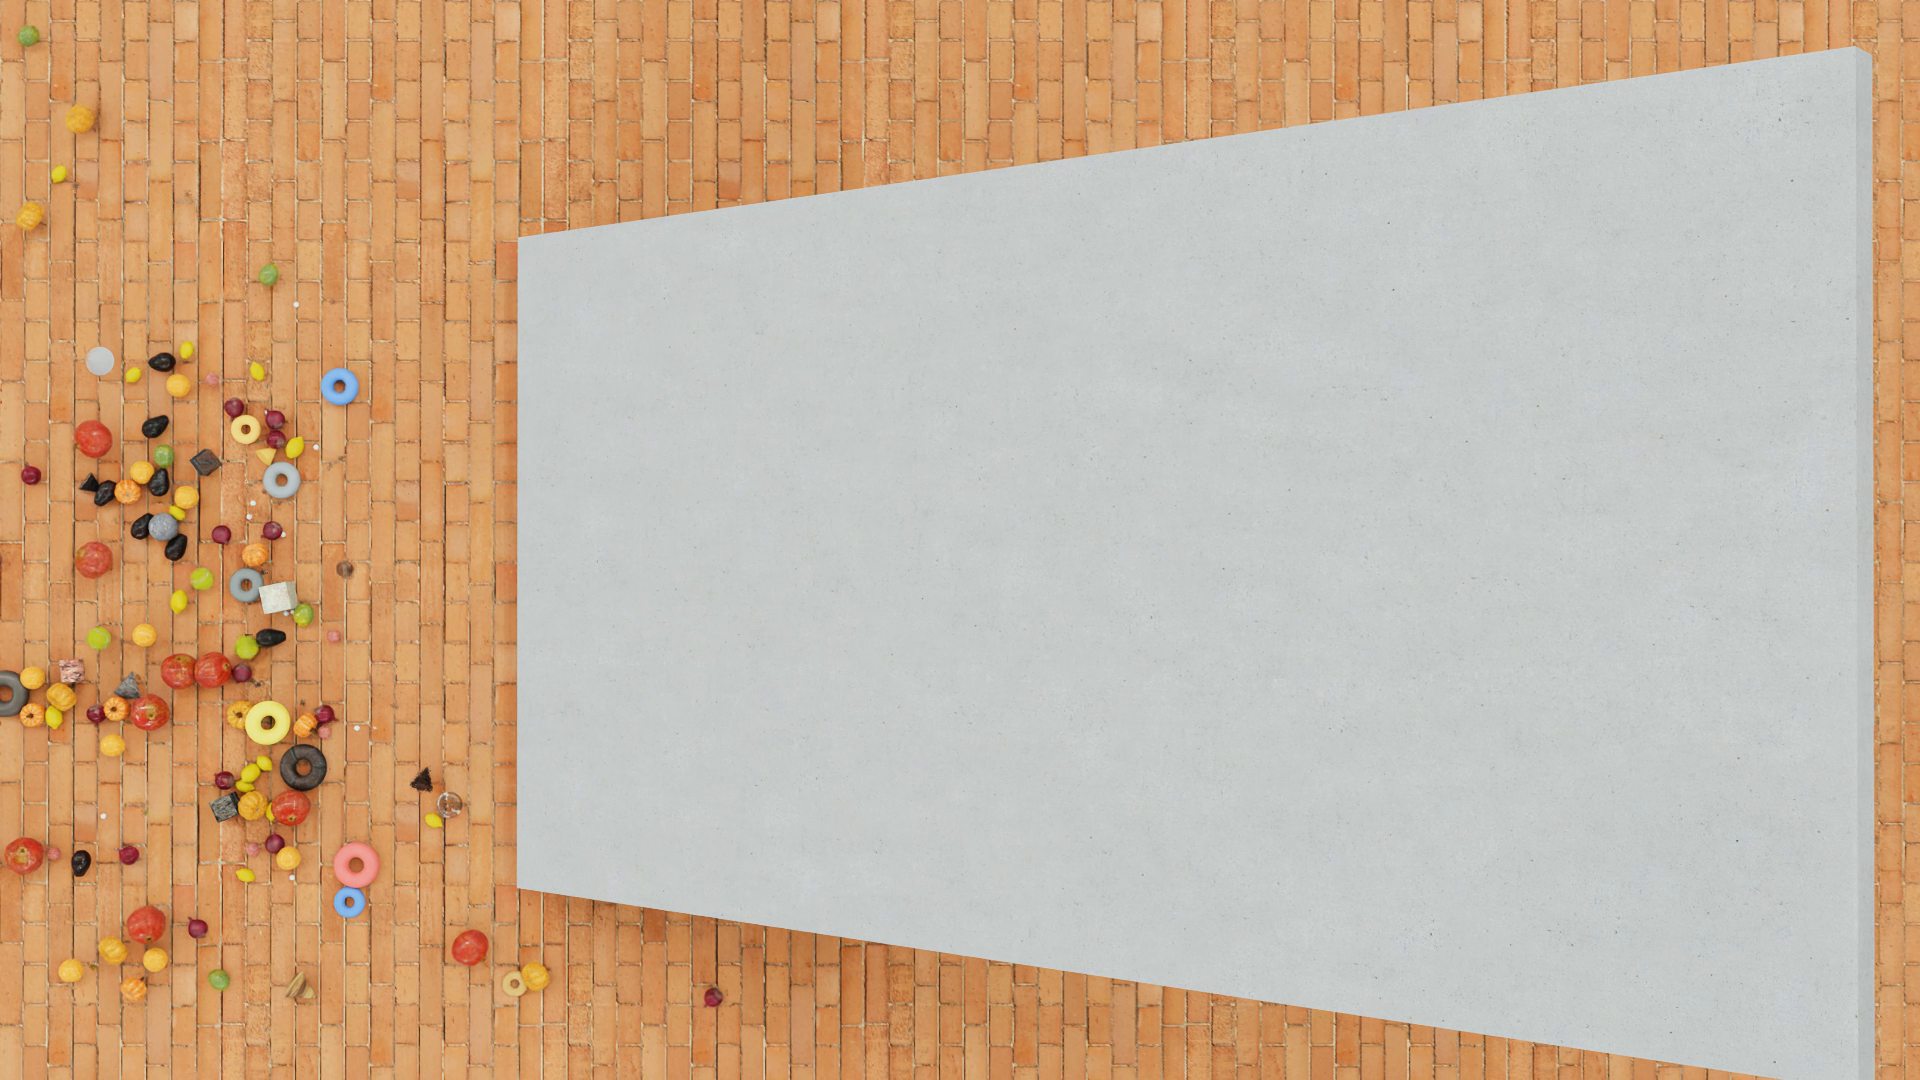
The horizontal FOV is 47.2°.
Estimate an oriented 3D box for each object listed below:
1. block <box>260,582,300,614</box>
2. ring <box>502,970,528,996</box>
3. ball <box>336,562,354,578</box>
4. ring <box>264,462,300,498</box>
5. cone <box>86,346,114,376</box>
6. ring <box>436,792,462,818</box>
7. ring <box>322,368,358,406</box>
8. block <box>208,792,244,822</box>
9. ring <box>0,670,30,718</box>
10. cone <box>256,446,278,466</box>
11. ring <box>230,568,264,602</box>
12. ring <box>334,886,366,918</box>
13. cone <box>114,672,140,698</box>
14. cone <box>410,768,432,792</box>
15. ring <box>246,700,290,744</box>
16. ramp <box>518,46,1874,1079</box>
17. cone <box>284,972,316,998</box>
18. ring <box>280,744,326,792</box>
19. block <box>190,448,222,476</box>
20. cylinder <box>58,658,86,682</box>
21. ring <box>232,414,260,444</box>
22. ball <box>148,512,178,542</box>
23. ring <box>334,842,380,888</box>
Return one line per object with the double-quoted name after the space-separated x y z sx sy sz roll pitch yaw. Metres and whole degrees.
-2.105 0.178 6.798 0.084 0.084 0.084 -12 90 0 "block"
-1.379 1.375 6.819 0.081 0.027 0.081 0 90 1 "ring"
-1.905 0.092 6.813 0.055 0.055 0.055 0 90 0 "ball"
-2.105 -0.186 6.824 0.116 0.039 0.116 0 91 0 "ring"
-2.677 -0.557 6.800 0.089 0.089 0.089 0 90 0 "cone"
-1.584 0.822 6.823 0.083 0.028 0.083 0 90 1 "ring"
-1.925 -0.476 6.825 0.116 0.039 0.116 0 91 0 "ring"
-2.268 0.826 6.802 0.068 0.068 0.068 -25 90 0 "block"
-2.958 0.476 6.814 0.148 0.049 0.148 0 90 1 "ring"
-2.140 -0.274 6.829 0.063 0.063 0.063 43 63 0 "cone"
-2.213 0.140 6.823 0.109 0.036 0.109 0 89 1 "ring"
-1.893 1.123 6.818 0.097 0.032 0.097 0 89 1 "ring"
-2.575 0.441 6.821 0.079 0.079 0.079 2 63 0 "cone"
-1.660 0.734 6.821 0.071 0.071 0.071 12 63 0 "cone"
-2.138 0.565 6.794 0.138 0.046 0.138 -4 98 -32 "ring"
0.210 0.061 5.525 4.000 0.100 2.000 0 90 40 "ramp"
-2.026 1.399 6.813 0.090 0.090 0.090 40 90 -26 "cone"
-2.034 0.704 6.813 0.147 0.049 0.147 0 89 1 "ring"
-2.336 -0.240 6.813 0.060 0.060 0.060 -37 90 0 "block"
-2.747 0.403 6.804 0.070 0.070 0.070 -6 90 0 "cylinder"
-2.217 -0.343 6.828 0.092 0.031 0.092 0 90 -1 "ring"
-2.462 -0.040 6.797 0.088 0.088 0.088 0 90 0 "ball"
-1.870 1.006 6.812 0.143 0.048 0.143 0 89 1 "ring"
